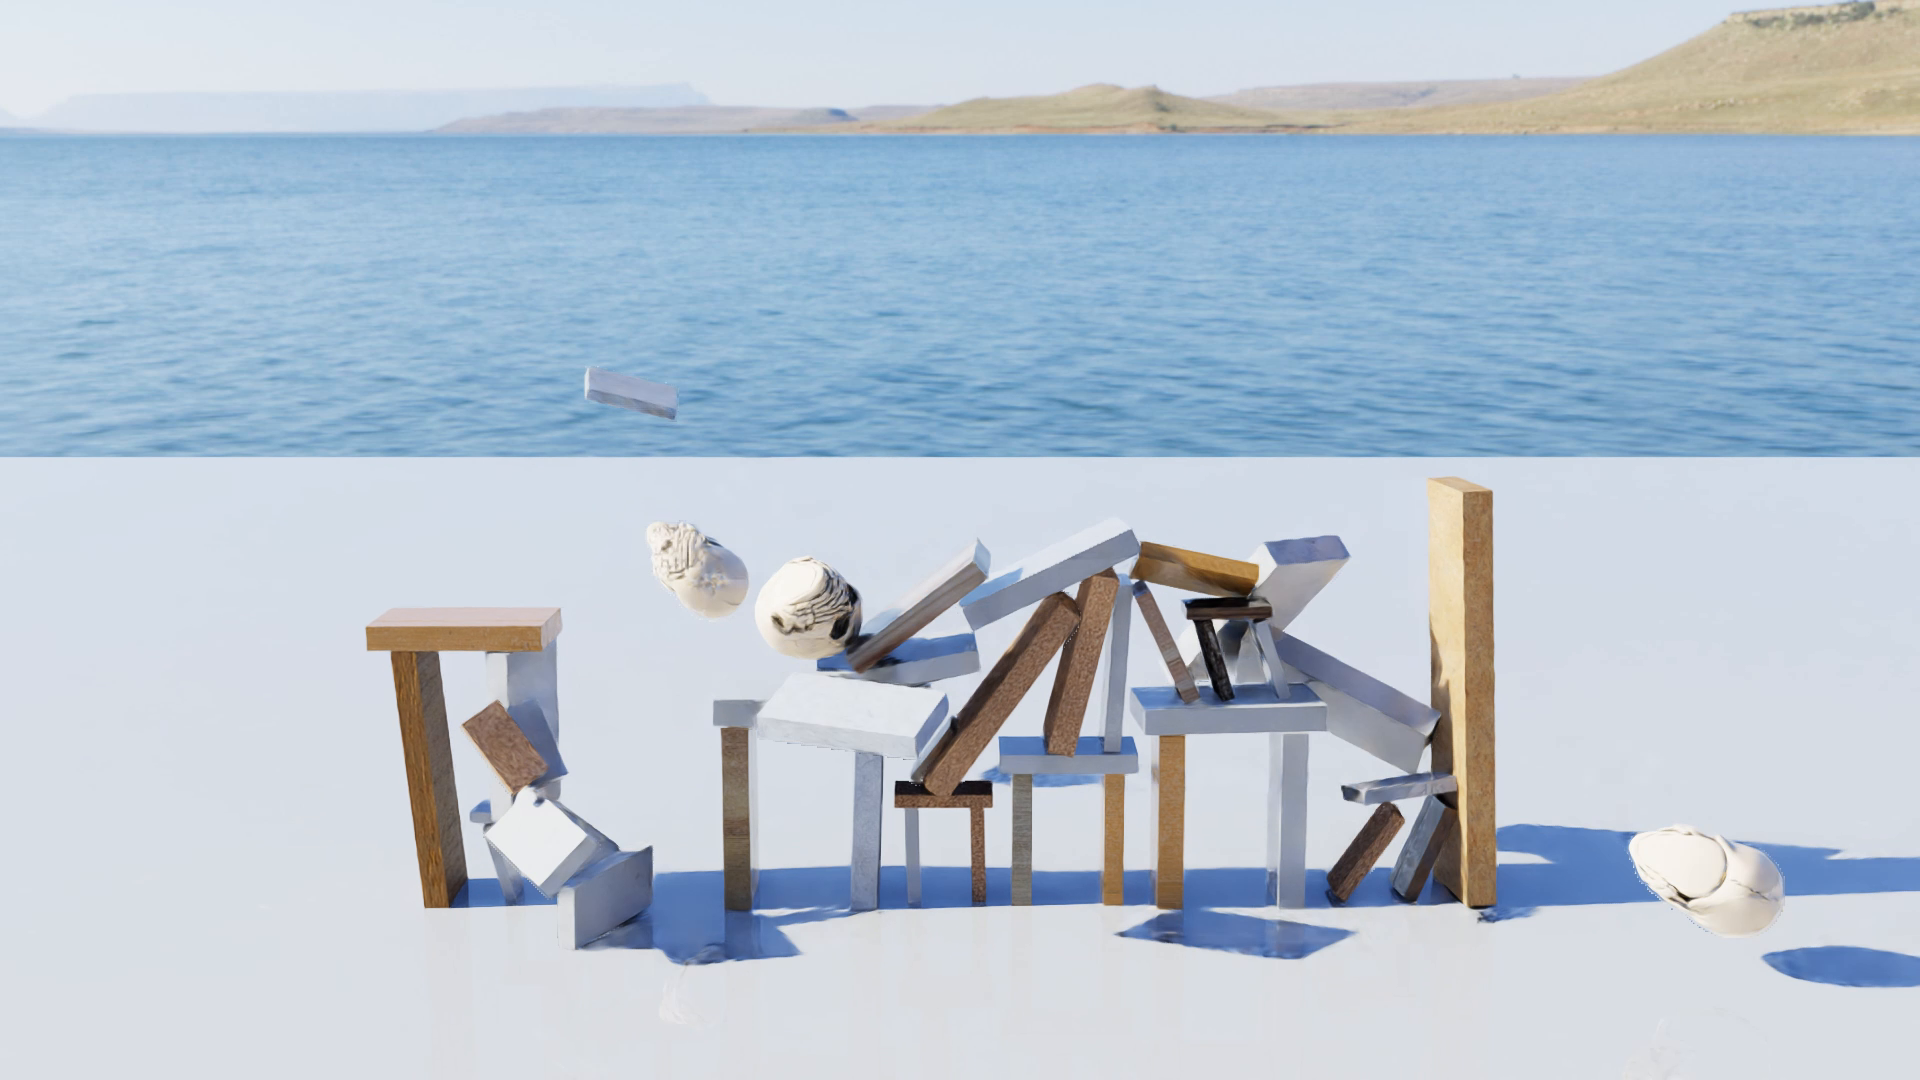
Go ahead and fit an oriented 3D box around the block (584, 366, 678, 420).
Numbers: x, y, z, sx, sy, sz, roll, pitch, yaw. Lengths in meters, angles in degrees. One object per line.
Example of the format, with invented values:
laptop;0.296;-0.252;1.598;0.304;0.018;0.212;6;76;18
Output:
block;-0.492;-0.220;3.291;0.136;0.019;0.068;13;29;-17

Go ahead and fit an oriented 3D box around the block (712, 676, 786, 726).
block;-0.246;0.265;3.599;0.307;0.043;0.153;1;10;-3

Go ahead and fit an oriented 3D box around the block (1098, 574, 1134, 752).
block;0.255;0.200;3.600;0.028;0.278;0.098;3;10;-2

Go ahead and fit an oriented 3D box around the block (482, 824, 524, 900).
block;-0.758;0.526;3.655;0.018;0.130;0.065;-15;10;4

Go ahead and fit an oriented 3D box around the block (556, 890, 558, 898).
block;-0.671;0.526;3.654;0.018;0.130;0.065;-13;12;3

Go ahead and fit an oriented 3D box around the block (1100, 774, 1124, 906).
block;0.251;0.480;3.645;0.032;0.225;0.113;0;11;0

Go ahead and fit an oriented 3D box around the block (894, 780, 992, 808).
block;-0.027;0.420;3.635;0.161;0.023;0.081;0;10;0

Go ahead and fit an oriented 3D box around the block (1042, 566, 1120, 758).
block;0.196;0.190;3.592;0.042;0.299;0.149;13;10;-4

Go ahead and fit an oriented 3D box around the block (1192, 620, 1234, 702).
block;0.412;0.189;3.590;0.020;0.139;0.069;-18;13;-3

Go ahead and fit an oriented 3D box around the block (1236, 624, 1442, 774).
block;0.637;0.267;3.731;0.346;0.049;0.173;28;-23;17

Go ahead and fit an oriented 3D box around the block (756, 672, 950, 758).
block;-0.163;0.266;3.360;0.262;0.037;0.131;6;30;21

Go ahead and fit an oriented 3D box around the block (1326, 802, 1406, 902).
block;0.675;0.515;3.659;0.024;0.167;0.084;34;9;-6

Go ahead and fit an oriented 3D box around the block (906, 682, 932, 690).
block;-0.103;0.238;3.603;0.112;0.016;0.056;2;10;-4

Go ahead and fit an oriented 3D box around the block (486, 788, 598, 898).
block;-0.649;0.465;3.406;0.105;0.030;0.210;-47;36;-13

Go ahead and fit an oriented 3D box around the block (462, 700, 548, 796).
block;-0.714;0.326;3.455;0.068;0.136;0.019;-37;-3;-21

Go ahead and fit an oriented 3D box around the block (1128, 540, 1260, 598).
block;0.381;0.052;3.585;0.195;0.028;0.098;12;-23;-2

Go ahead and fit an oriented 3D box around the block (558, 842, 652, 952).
block;-0.562;0.564;3.497;0.030;0.105;0.210;9;15;26

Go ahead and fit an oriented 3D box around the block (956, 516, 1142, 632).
block;0.138;0.053;3.564;0.299;0.042;0.149;-25;10;-2

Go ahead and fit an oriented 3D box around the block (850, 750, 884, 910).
block;-0.152;0.439;3.637;0.043;0.307;0.153;2;10;-1

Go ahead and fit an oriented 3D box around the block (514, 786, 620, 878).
block;-0.648;0.495;3.578;0.030;0.105;0.210;-15;-44;34

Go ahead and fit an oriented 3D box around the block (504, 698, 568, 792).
block;-0.682;0.324;3.497;0.068;0.136;0.019;-18;-15;-29

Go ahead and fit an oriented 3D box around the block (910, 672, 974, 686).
block;-0.031;0.212;3.594;0.112;0.016;0.056;-12;15;-3

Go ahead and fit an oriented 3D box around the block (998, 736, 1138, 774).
block;0.177;0.354;3.621;0.225;0.032;0.113;0;11;0

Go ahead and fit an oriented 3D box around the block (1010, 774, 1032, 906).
block;0.101;0.480;3.645;0.032;0.225;0.113;0;11;0

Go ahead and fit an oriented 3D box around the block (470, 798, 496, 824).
block;-0.739;0.452;3.645;0.130;0.018;0.065;2;13;10

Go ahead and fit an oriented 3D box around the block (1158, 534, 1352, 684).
block;0.500;0.120;3.754;0.173;0.347;0.049;-5;56;-36

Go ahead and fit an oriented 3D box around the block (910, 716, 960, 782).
block;-0.041;0.345;3.627;0.016;0.112;0.056;35;17;-7

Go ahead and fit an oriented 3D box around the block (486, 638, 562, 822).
block;-0.715;0.306;3.605;0.040;0.284;0.142;6;14;22

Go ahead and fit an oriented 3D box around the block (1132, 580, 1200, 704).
block;0.332;0.165;3.583;0.028;0.195;0.098;-26;11;2

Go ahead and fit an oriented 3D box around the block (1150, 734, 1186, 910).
block;0.343;0.444;3.640;0.042;0.297;0.149;0;11;0

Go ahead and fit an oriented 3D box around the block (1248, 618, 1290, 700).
block;0.504;0.187;3.595;0.020;0.139;0.069;-20;15;-1

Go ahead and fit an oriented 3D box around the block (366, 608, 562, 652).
block;-0.805;0.144;3.580;0.283;0.040;0.142;0;11;3

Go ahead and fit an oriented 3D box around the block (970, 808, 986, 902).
block;0.030;0.510;3.655;0.023;0.161;0.081;-1;10;0

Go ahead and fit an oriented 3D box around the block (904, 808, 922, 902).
block;-0.078;0.511;3.654;0.023;0.161;0.081;-2;11;-1

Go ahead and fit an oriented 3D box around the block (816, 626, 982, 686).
block;-0.101;0.199;3.587;0.262;0.037;0.131;-10;15;-1

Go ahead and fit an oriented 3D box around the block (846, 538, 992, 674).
block;-0.065;0.106;3.525;0.262;0.037;0.131;-37;10;13

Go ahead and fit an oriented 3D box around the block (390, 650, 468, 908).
block;-0.874;0.377;3.629;0.040;0.431;0.142;-5;10;1

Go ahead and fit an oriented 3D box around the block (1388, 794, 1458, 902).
block;0.769;0.509;3.657;0.024;0.167;0.084;22;8;-10

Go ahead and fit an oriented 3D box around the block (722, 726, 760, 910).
block;-0.363;0.439;3.638;0.043;0.307;0.153;0;10;0

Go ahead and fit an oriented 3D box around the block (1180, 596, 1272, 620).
block;0.432;0.111;3.574;0.139;0.020;0.069;-1;12;-2

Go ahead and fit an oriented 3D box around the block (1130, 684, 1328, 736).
block;0.438;0.277;3.611;0.297;0.042;0.149;-1;11;-5

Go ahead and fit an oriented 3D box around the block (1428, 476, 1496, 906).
block;0.827;0.247;3.625;0.049;0.686;0.173;-4;10;-6

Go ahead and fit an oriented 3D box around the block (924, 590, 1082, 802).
block;0.066;0.249;3.603;0.042;0.372;0.149;35;8;-7

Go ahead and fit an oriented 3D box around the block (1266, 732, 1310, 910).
block;0.541;0.444;3.640;0.042;0.297;0.148;0;11;0

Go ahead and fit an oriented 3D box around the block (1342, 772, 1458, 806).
block;0.723;0.408;3.618;0.167;0.024;0.084;-7;2;-16
